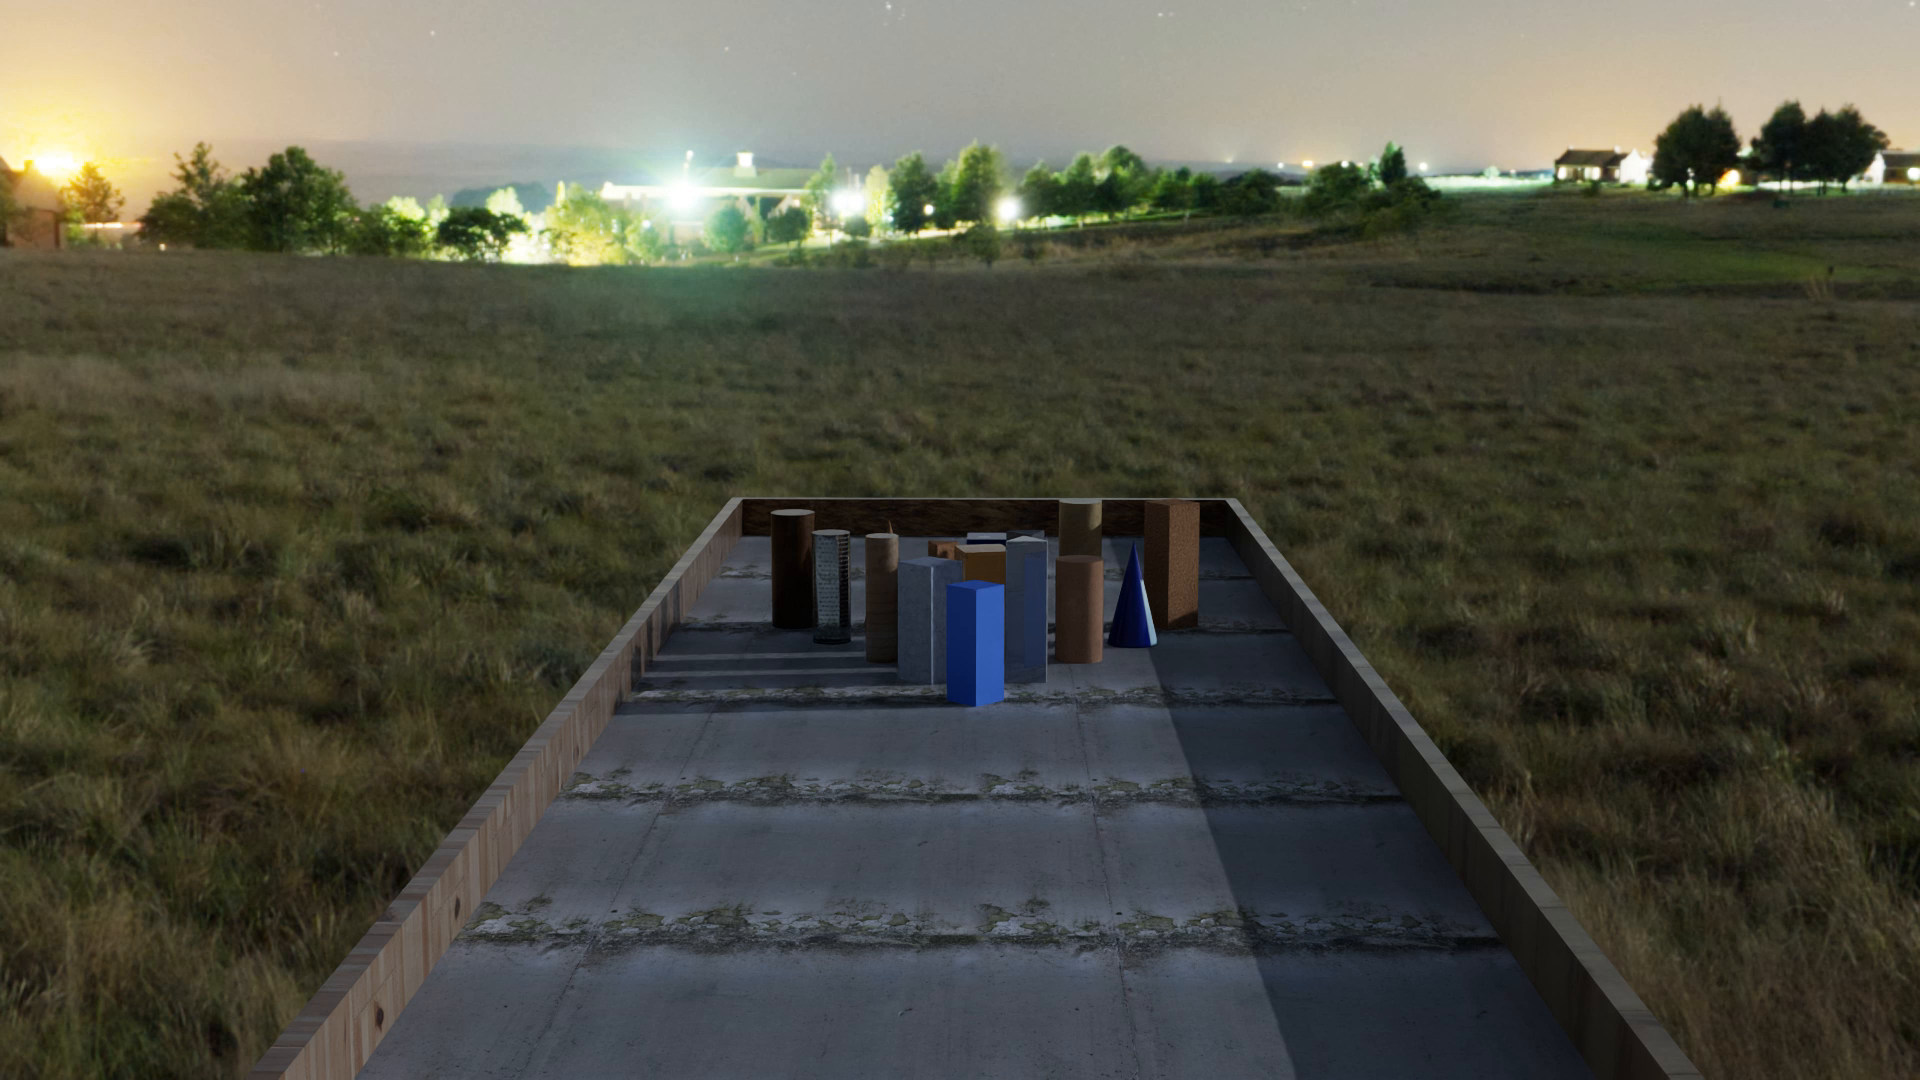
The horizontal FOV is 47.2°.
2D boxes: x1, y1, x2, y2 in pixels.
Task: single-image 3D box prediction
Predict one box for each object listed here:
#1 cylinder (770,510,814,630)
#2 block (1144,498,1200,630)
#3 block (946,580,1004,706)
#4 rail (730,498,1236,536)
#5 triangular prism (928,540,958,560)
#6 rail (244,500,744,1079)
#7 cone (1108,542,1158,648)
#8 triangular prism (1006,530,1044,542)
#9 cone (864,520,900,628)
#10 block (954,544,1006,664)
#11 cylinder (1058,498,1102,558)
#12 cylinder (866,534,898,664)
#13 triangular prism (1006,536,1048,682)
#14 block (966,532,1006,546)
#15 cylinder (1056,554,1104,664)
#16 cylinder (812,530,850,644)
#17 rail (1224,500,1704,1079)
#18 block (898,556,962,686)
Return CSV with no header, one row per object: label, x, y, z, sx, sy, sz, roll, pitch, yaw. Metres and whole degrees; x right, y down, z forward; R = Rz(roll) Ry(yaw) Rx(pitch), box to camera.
cylinder,-0.547,0.095,7.214,0.144,0.375,0.144,0,9,0
block,0.692,0.079,7.201,0.127,0.411,0.127,-6,11,-34
block,0.043,0.287,6.144,0.114,0.330,0.114,9,12,43
rail,0.099,-0.098,9.147,2.100,0.150,0.050,0,9,1
triangular prism,-0.069,0.163,6.961,0.097,0.319,0.084,-9,13,-44
rail,-1.004,0.839,3.234,0.050,0.150,12.000,0,9,1
cone,0.545,0.162,6.924,0.161,0.333,0.161,0,9,0
triangular prism,0.224,0.150,6.924,0.102,0.358,0.118,-7,11,-37
cone,-0.230,0.108,7.193,0.174,0.355,0.174,0,9,0
block,0.070,0.195,6.680,0.145,0.344,0.145,-2,9,-13
cylinder,0.391,0.081,7.158,0.139,0.420,0.139,0,9,0
cylinder,-0.236,0.176,6.674,0.101,0.383,0.101,0,9,0
triangular prism,0.190,0.201,6.413,0.119,0.416,0.103,0,9,-3
block,0.093,0.137,7.182,0.140,0.302,0.140,0,9,1
cylinder,0.363,0.210,6.696,0.146,0.309,0.146,0,9,0
cylinder,-0.407,0.148,6.961,0.121,0.349,0.121,0,9,0
rail,1.046,0.843,3.208,0.050,0.150,12.000,0,9,1
block,-0.087,0.234,6.425,0.133,0.347,0.133,8,12,42
